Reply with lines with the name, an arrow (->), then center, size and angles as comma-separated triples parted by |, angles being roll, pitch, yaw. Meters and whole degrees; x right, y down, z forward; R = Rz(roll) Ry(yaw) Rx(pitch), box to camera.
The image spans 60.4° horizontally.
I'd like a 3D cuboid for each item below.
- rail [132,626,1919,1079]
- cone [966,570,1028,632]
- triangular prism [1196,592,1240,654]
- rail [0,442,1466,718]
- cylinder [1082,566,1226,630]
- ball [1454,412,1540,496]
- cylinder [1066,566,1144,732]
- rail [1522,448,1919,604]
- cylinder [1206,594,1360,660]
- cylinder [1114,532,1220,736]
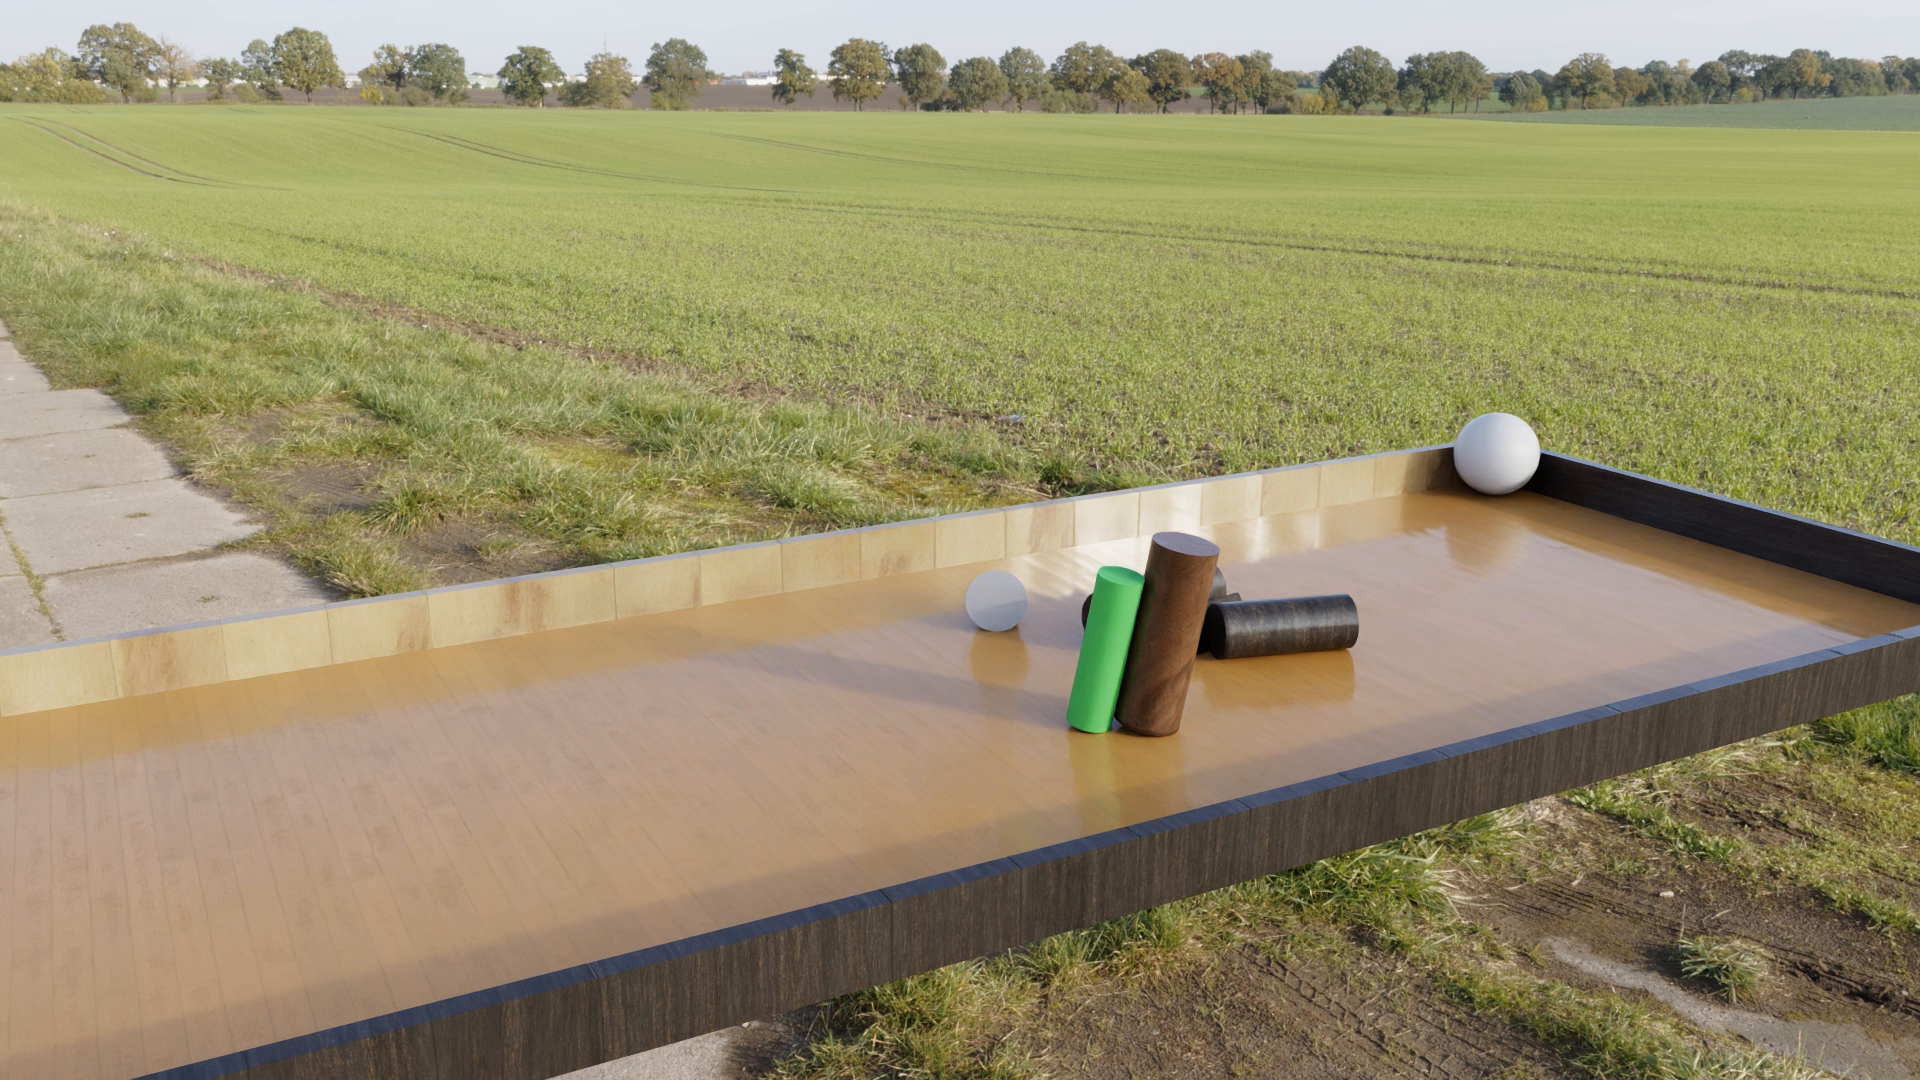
rail -> -2.336, 1.006, 1.665 | 12.000, 0.150, 0.050 | -9, 18, -27
cone -> 0.114, 0.143, 4.721 | 0.170, 0.170, 0.457 | 1, 6, 3
triangular prism -> 0.636, 0.223, 4.399 | 0.320, 0.106, 0.122 | -14, 21, -39
rail -> -3.305, 0.497, 3.399 | 12.000, 0.150, 0.050 | -9, 18, -27
cylinder -> 0.530, 0.173, 4.467 | 0.170, 0.170, 0.421 | 15, 22, 42
ball -> 1.911, -0.307, 5.875 | 0.295, 0.295, 0.295 | 0, 16, 0
cylinder -> 0.334, 0.253, 3.803 | 0.109, 0.376, 0.109 | 9, 21, -3
rail -> 2.466, -0.048, 5.253 | 0.050, 0.150, 2.100 | -9, 18, -27
cylinder -> 0.844, 0.225, 4.328 | 0.368, 0.147, 0.147 | -4, 17, -12
cylinder -> 0.474, 0.216, 3.796 | 0.155, 0.445, 0.155 | 9, 18, -3
